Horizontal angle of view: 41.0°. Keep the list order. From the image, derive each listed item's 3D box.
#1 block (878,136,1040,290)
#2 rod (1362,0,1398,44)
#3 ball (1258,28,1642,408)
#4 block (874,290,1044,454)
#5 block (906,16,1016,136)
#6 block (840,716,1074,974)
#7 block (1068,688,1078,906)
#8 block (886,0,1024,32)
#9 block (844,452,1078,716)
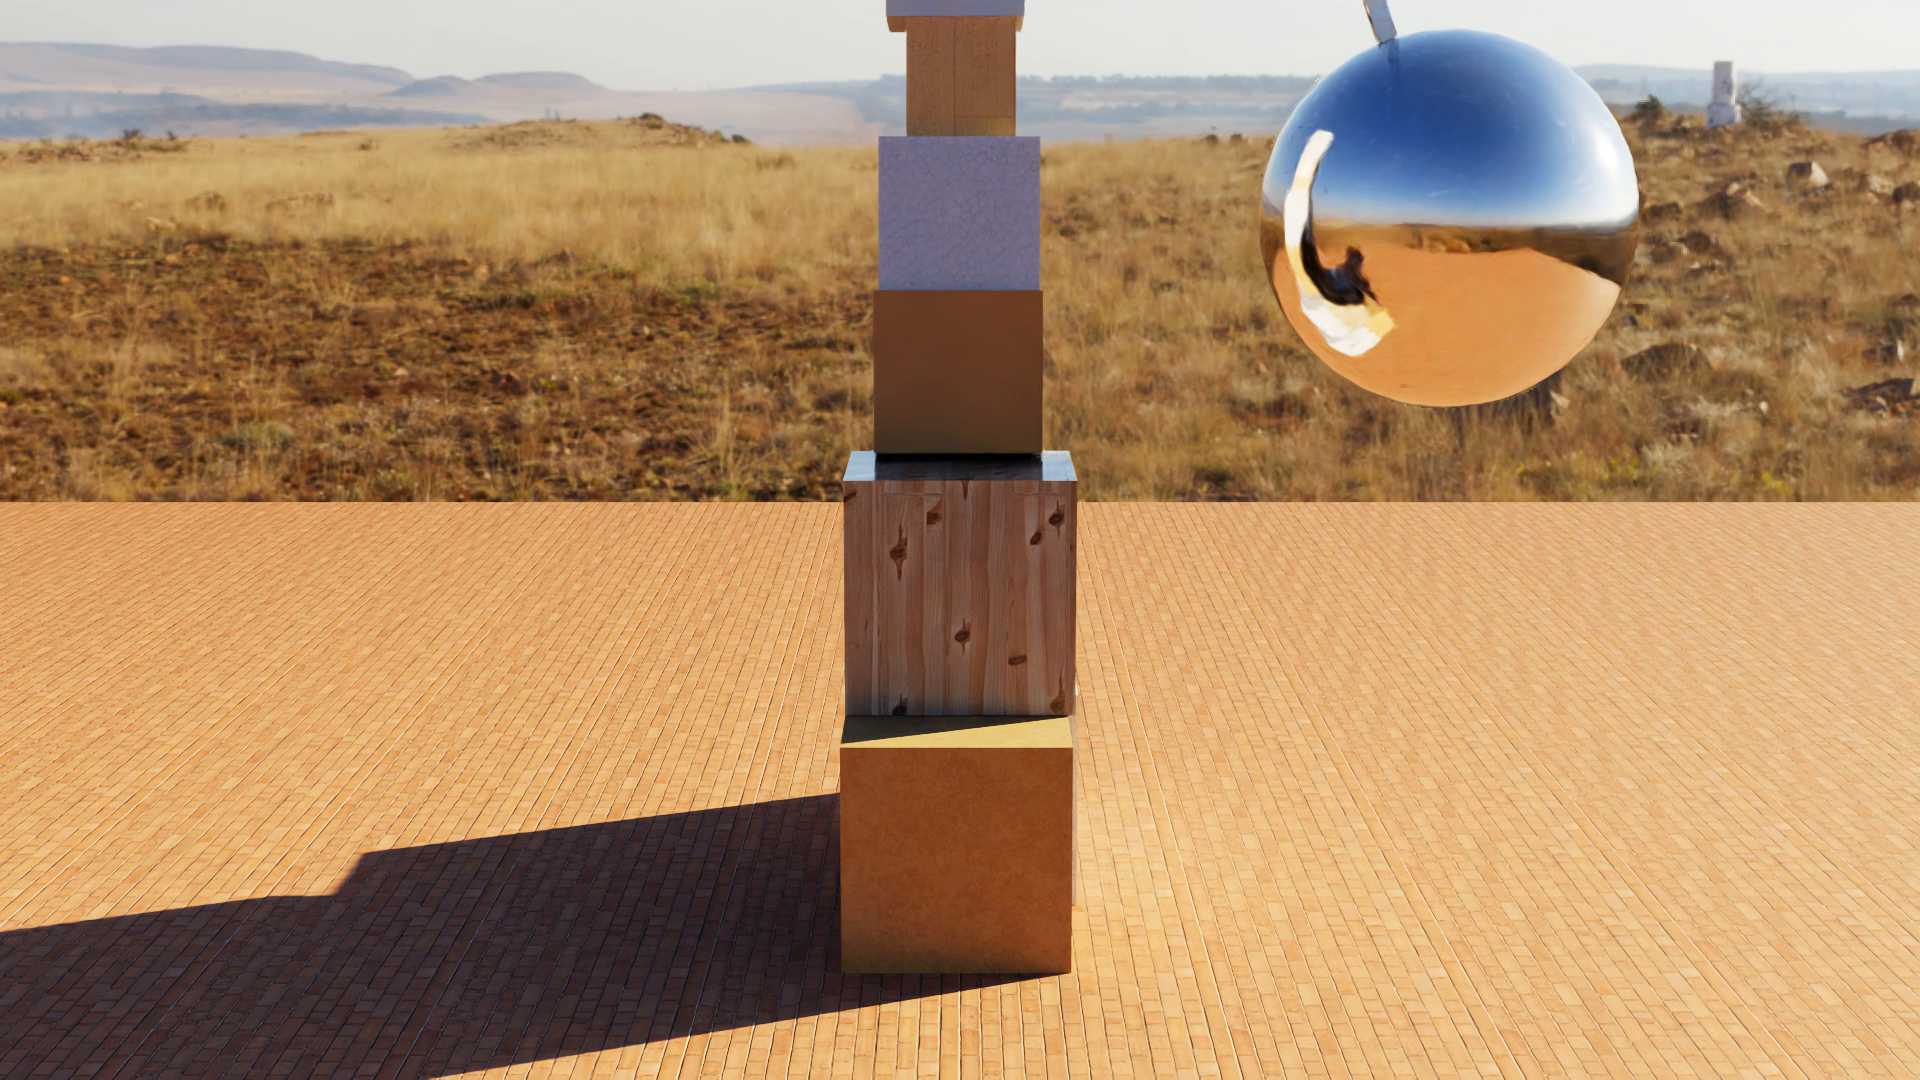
[{"bbox_3d":[-0.003,-1.386,11.045,0.675,0.642,0.621,0,4,0],"label":"block"},{"bbox_3d":[0.899,-4.506,10.361,0.080,5.200,0.080,-20,10,4],"label":"rod"},{"bbox_3d":[2.074,-1.367,10.932,1.600,1.600,1.600,0,10,0],"label":"ball"},{"bbox_3d":[-0.007,-0.725,11.088,0.708,0.681,0.677,0,4,0],"label":"block"},{"bbox_3d":[0.005,-1.958,11.008,0.461,0.504,0.455,0,4,0],"label":"block"},{"bbox_3d":[-0.014,1.186,10.467,0.908,0.921,0.826,0,10,0],"label":"block"},{"bbox_3d":[0.018,1.025,11.341,0.959,0.926,0.930,0,10,0],"label":"block"},{"bbox_3d":[-0.020,-2.447,10.973,0.578,0.477,0.536,0,4,0],"label":"block"},{"bbox_3d":[0.001,0.165,10.775,0.939,0.968,0.821,0,10,0],"label":"block"}]
